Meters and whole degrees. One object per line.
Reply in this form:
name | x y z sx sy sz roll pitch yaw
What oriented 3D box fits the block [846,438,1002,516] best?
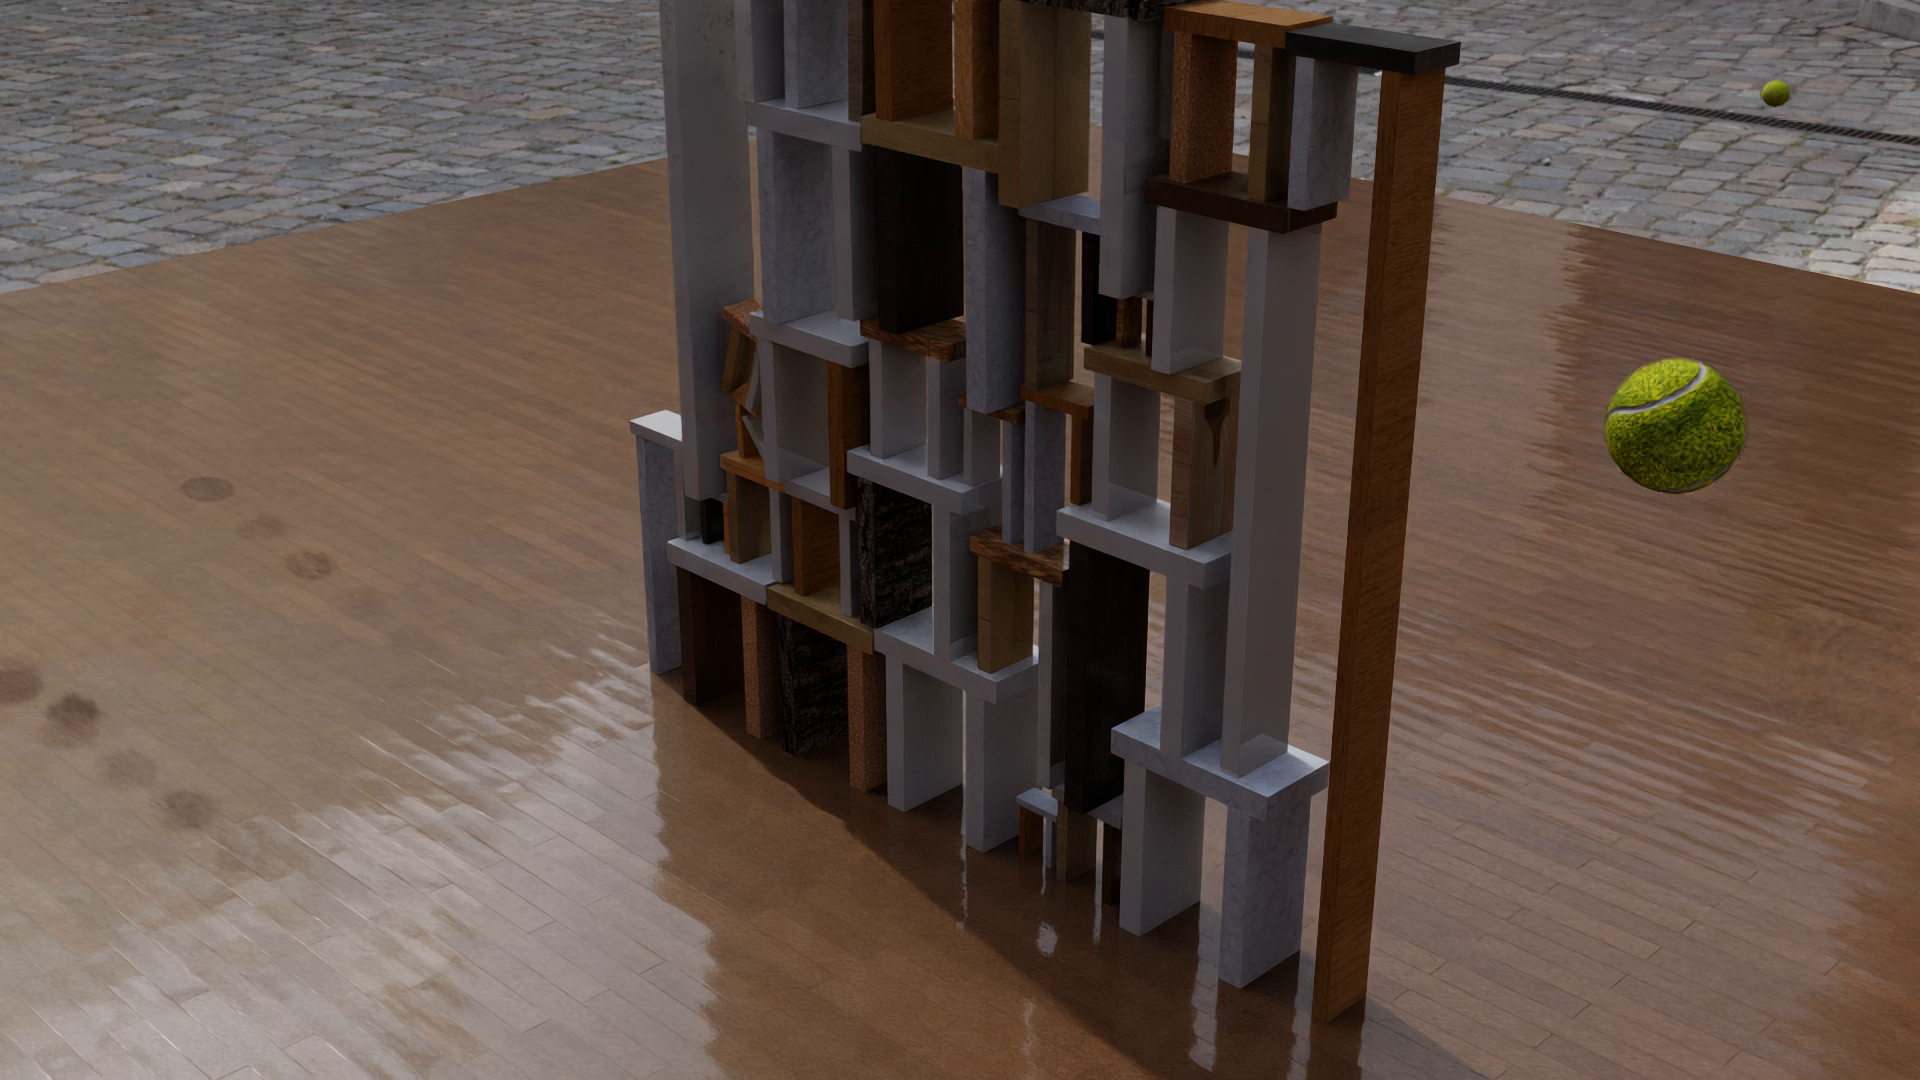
block | -0.053 -0.131 4.224 0.313 0.044 0.157 21 31 41

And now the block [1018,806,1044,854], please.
block | 0.140 0.559 4.307 0.015 0.106 0.053 21 31 41

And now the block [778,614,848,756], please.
block | -0.307 0.283 4.680 0.162 0.323 0.046 -21 31 -41

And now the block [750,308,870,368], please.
block | -0.260 -0.409 4.325 0.150 0.043 0.301 -21 31 -41

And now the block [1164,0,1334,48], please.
block | 0.445 -0.802 3.407 0.237 0.034 0.118 21 31 41

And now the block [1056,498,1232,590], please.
block | 0.348 -0.008 3.837 0.334 0.047 0.167 21 31 41

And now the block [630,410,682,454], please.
block | -0.619 -0.235 4.802 0.101 0.029 0.203 -21 31 -40

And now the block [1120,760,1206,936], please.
block | 0.375 0.537 4.046 0.050 0.351 0.176 21 31 41

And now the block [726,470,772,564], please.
block | -0.444 -0.061 4.683 0.104 0.207 0.029 -21 31 -40

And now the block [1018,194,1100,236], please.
block | 0.204 -0.561 3.766 0.098 0.028 0.195 -21 31 -40

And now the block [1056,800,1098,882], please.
block | 0.225 0.563 4.213 0.024 0.173 0.086 21 31 41

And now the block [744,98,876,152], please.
block | -0.236 -0.792 4.137 0.327 0.046 0.163 21 31 41

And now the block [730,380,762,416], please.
block | -0.436 -0.300 4.576 0.058 0.016 0.116 -19 47 -38

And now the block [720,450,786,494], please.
block | -0.395 -0.151 4.592 0.207 0.029 0.103 21 31 40

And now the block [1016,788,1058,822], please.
block | 0.165 0.513 4.261 0.106 0.015 0.053 21 31 41

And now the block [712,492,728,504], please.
block | -0.508 -0.105 4.729 0.058 0.017 0.117 -21 31 -40

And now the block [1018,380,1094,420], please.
block | 0.193 -0.254 3.902 0.083 0.023 0.166 -21 31 -40

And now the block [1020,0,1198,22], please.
block | 0.226 -0.903 3.585 0.174 0.049 0.347 -21 31 -40

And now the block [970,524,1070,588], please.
block | 0.143 0.023 4.074 0.118 0.033 0.236 -21 31 -40

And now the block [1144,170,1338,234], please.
block | 0.446 -0.545 3.502 0.278 0.039 0.139 21 31 41

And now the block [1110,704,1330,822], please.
block | 0.457 0.385 3.892 0.351 0.050 0.175 21 31 41

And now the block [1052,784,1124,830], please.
block | 0.265 0.488 4.137 0.173 0.024 0.086 21 31 41

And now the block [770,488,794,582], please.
block | -0.346 -0.023 4.593 0.029 0.207 0.104 21 31 41

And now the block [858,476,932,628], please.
block | -0.127 0.005 4.362 0.044 0.313 0.157 21 31 41

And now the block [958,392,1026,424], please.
block | 0.076 -0.249 4.029 0.076 0.022 0.152 -22 31 -40

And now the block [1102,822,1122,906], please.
block | 0.306 0.595 4.138 0.024 0.173 0.086 21 31 41

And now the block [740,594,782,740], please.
block | -0.389 0.250 4.751 0.046 0.328 0.164 21 31 41

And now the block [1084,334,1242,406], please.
block | 0.353 -0.293 3.719 0.266 0.038 0.133 21 31 41

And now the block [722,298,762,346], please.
block | -0.405 -0.435 4.468 0.078 0.022 0.156 -22 49 -40

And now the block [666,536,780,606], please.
block | -0.466 0.048 4.750 0.328 0.046 0.164 21 31 41

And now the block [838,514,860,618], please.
block | -0.192 0.039 4.449 0.031 0.216 0.108 21 31 40

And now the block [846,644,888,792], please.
block | -0.155 0.343 4.539 0.046 0.323 0.162 21 31 41

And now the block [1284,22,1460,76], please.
block | 0.608 -0.727 3.249 0.230 0.033 0.115 21 31 41

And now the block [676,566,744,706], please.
block | -0.543 0.190 4.893 0.046 0.328 0.164 21 31 41

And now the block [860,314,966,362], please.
block | -0.063 -0.388 4.125 0.118 0.034 0.237 -22 31 -40

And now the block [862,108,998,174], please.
block | 0.006 -0.718 3.911 0.173 0.049 0.347 -22 31 -40

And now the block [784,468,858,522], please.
block | -0.244 -0.096 4.449 0.108 0.031 0.216 -21 31 -40

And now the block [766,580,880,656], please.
block | -0.231 0.143 4.538 0.323 0.046 0.162 21 31 41

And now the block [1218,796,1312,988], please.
block | 0.540 0.601 3.894 0.050 0.351 0.176 21 31 41

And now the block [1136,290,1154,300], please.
block | 0.311 -0.423 3.705 0.099 0.014 0.049 21 31 41

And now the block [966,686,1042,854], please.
block | 0.088 0.429 4.318 0.048 0.338 0.169 21 31 41

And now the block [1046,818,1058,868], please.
block | 0.190 0.579 4.261 0.015 0.106 0.053 21 31 41

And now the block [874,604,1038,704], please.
block | 0.009 0.221 4.316 0.337 0.048 0.169 21 31 41

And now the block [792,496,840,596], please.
block | -0.294 -0.001 4.543 0.108 0.216 0.031 -21 31 -41

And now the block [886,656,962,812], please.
block | -0.071 0.367 4.464 0.048 0.338 0.169 21 31 41
